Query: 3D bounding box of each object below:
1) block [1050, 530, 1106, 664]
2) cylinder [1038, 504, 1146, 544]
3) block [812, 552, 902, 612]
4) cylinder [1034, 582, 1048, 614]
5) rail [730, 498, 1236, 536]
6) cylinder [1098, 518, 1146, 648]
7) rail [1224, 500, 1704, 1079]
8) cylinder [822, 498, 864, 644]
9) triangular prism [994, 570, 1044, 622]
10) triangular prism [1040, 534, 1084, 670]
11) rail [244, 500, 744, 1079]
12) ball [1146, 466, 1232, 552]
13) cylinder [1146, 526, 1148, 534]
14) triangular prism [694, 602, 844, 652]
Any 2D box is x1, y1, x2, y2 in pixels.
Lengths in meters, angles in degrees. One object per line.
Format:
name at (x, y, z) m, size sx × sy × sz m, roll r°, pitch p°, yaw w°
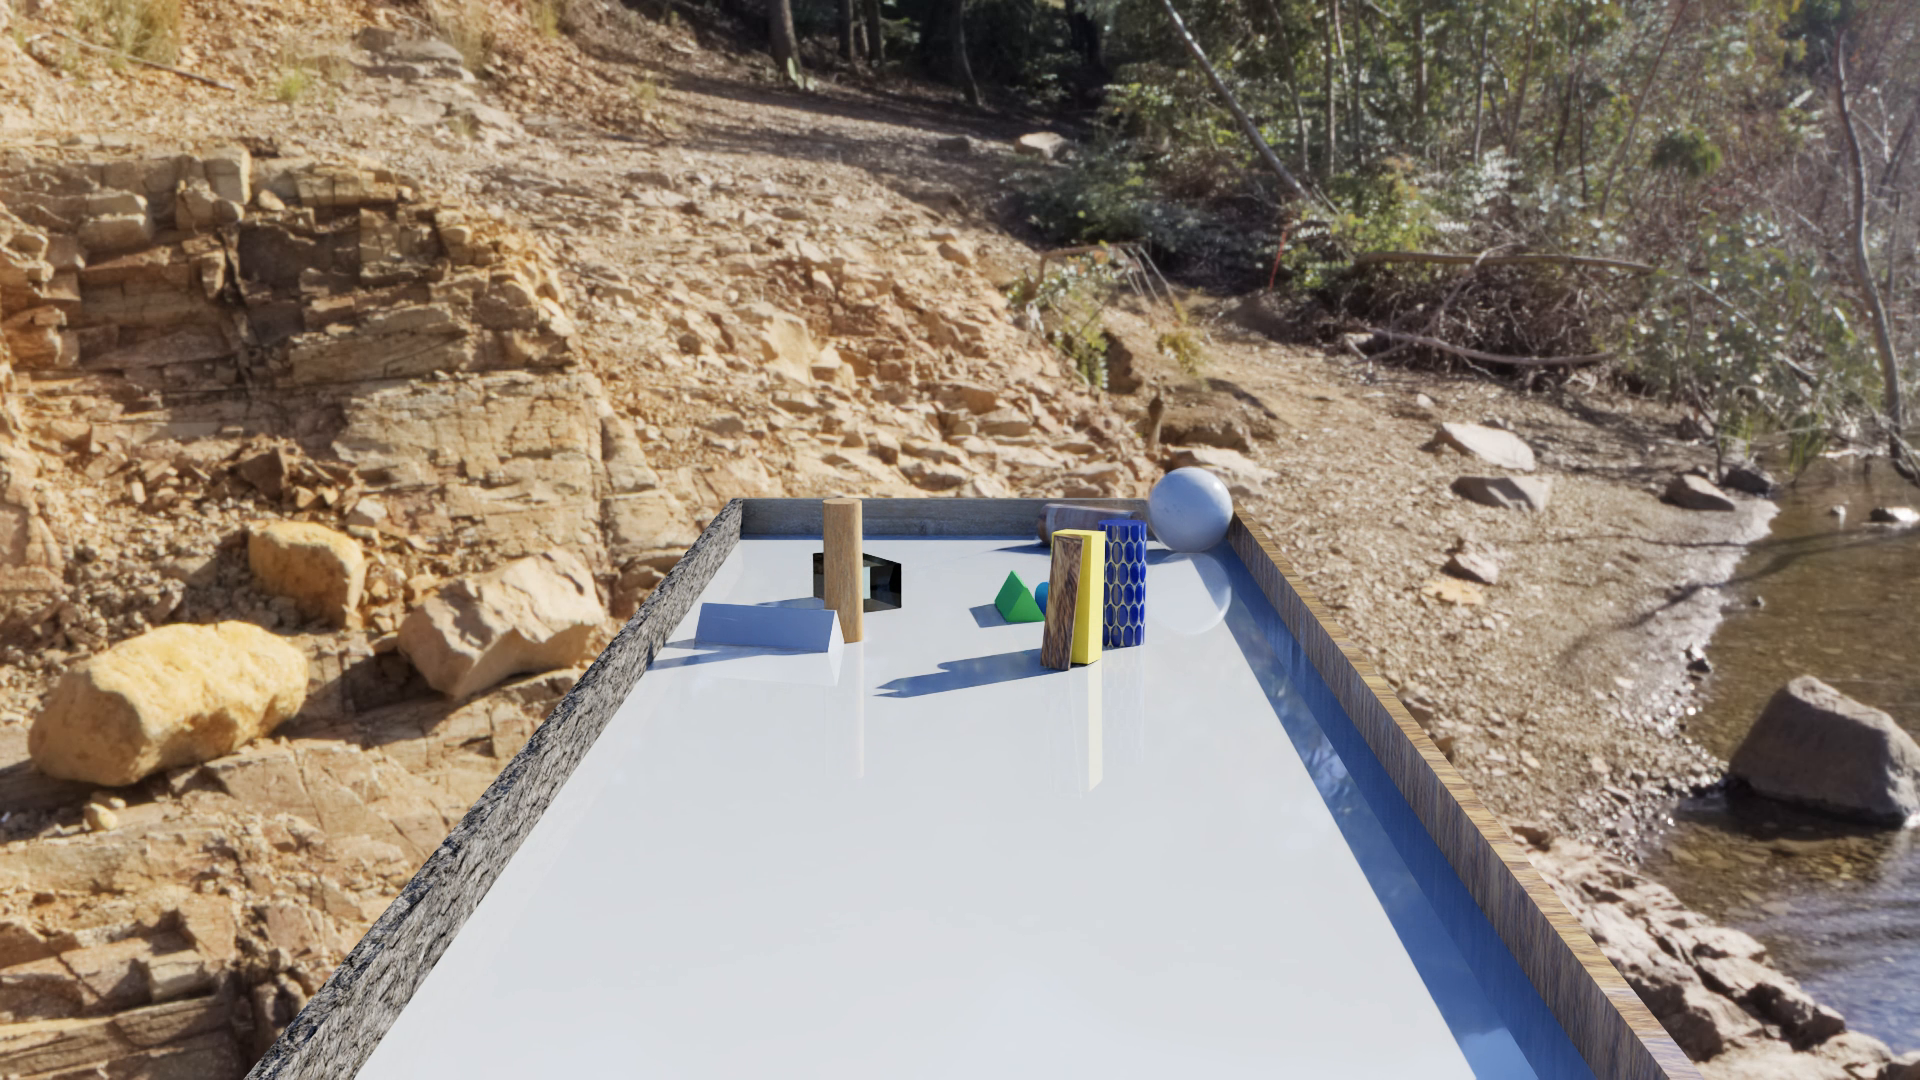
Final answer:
block at (0.354, 0.170, 6.674) m, size 0.127 × 0.389 × 0.127 m, roll 4°, pitch 6°, yaw 22°
cylinder at (0.526, -0.048, 8.802) m, size 0.412 × 0.161 × 0.161 m, roll 6°, pitch 11°, yaw 34°
block at (-0.359, 0.140, 7.631) m, size 0.155 × 0.155 × 0.355 m, roll -6°, pitch 11°, yaw -31°
cylinder at (0.431, 0.176, 7.542) m, size 0.385 × 0.111 × 0.111 m, roll -8°, pitch 12°, yaw -42°
rail at (0.099, -0.098, 9.147) m, size 2.100 × 0.150 × 0.050 m, roll 0°, pitch 9°, yaw 1°
cylinder at (0.510, 0.134, 6.936) m, size 0.152 × 0.384 × 0.152 m, roll 0°, pitch 9°, yaw 0°
rail at (1.046, 0.843, 3.208) m, size 0.050 × 0.150 × 12.000 m, roll 0°, pitch 9°, yaw 1°
cylinder at (-0.371, 0.097, 6.972) m, size 0.123 × 0.445 × 0.123 m, roll 0°, pitch 10°, yaw 0°
triangular prism at (0.201, 0.186, 7.458) m, size 0.130 × 0.113 × 0.341 m, roll -1°, pitch 9°, yaw -6°
triangular prism at (0.319, 0.184, 6.577) m, size 0.094 × 0.395 × 0.082 m, roll 9°, pitch 8°, yaw 24°
rail at (-1.004, 0.839, 3.234) m, size 0.050 × 0.150 × 12.000 m, roll 0°, pitch 9°, yaw 1°
ball at (0.906, -0.120, 8.685) m, size 0.338 × 0.338 × 0.338 m, roll 0°, pitch 9°, yaw 0°
cylinder at (0.592, -0.047, 8.931) m, size 0.320 × 0.118 × 0.118 m, roll 6°, pitch 11°, yaw 34°
triangular prism at (-0.603, 0.266, 6.935) m, size 0.454 × 0.117 × 0.136 m, roll 3°, pitch 10°, yaw 18°
